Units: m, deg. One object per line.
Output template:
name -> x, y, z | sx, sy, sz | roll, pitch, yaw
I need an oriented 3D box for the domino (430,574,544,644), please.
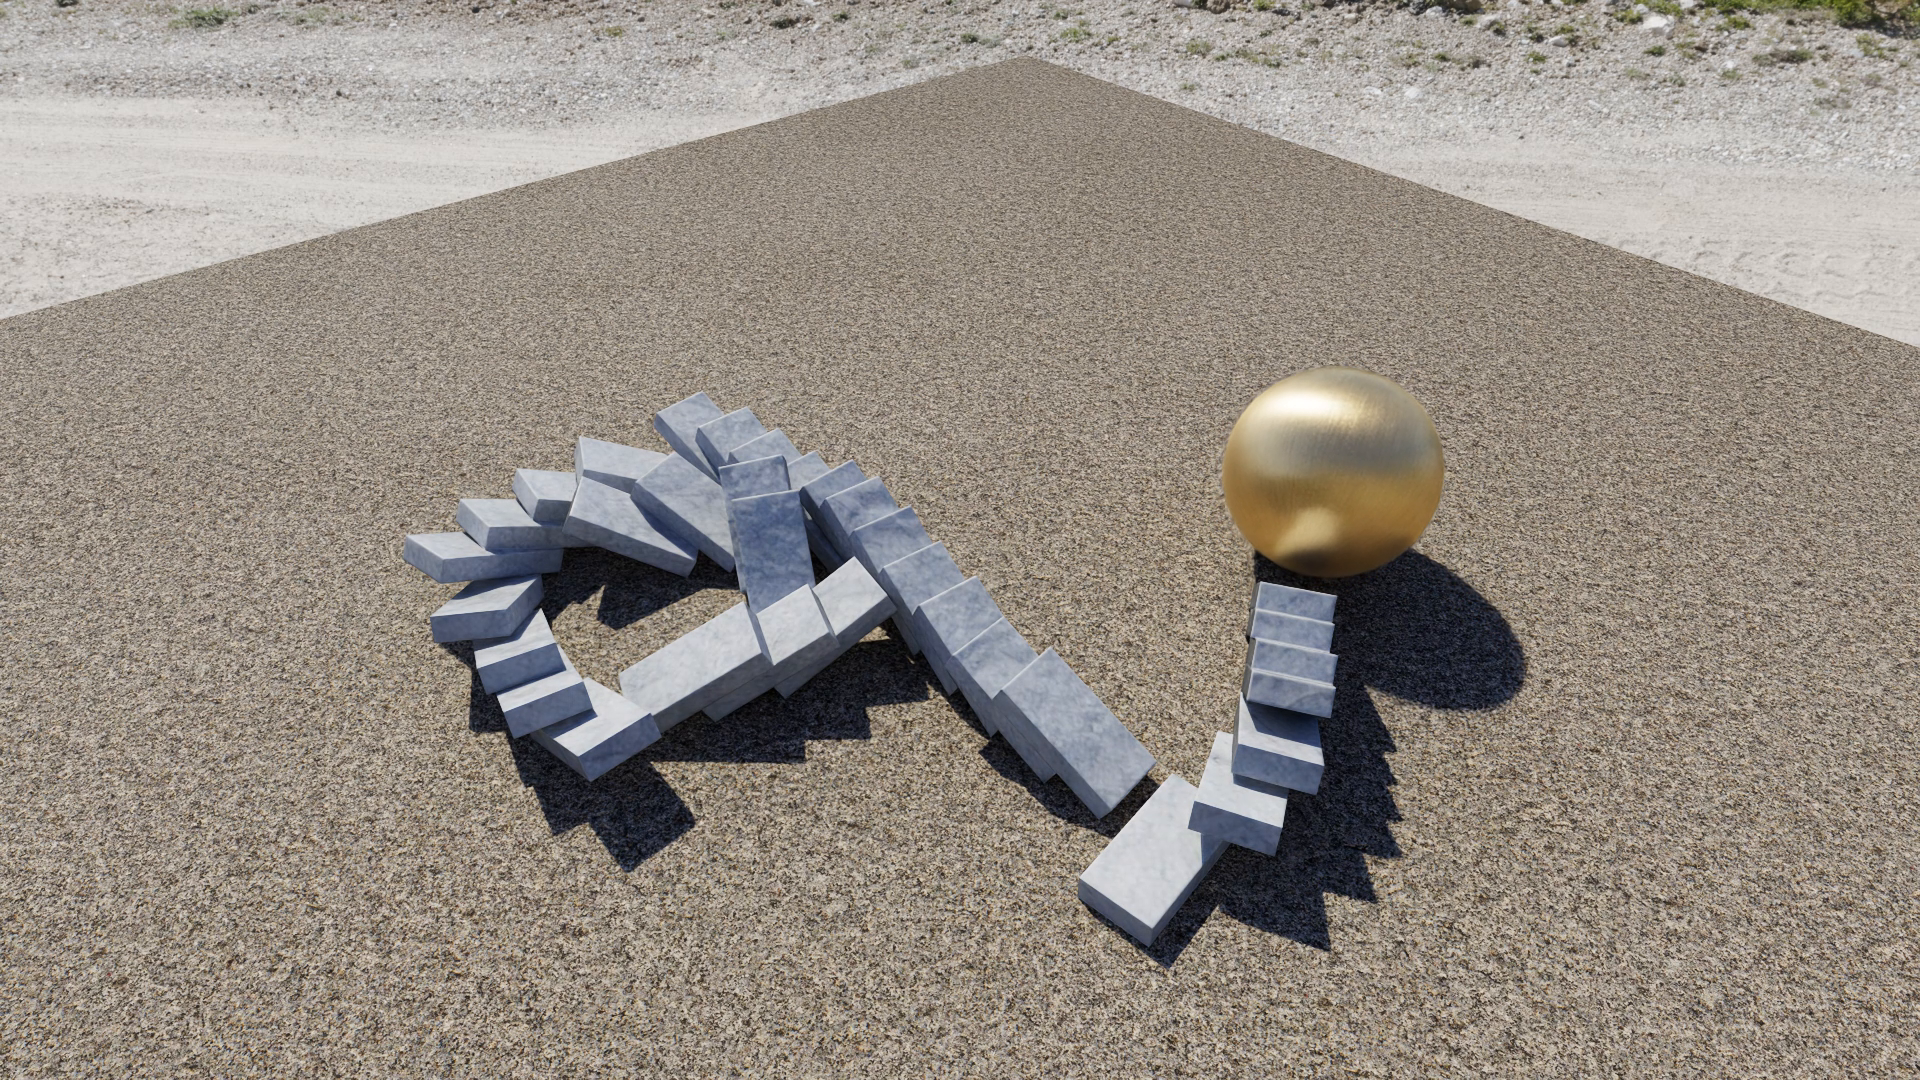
domino -> -0.169, 0.024, 0.397 | 0.025, 0.009, 0.050 | -5, 13, -7

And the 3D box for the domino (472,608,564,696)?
domino -> -0.154, 0.038, 0.381 | 0.025, 0.010, 0.050 | -19, 18, -22

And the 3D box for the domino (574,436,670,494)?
domino -> -0.134, -0.028, 0.460 | 0.050, 0.010, 0.025 | 11, 32, -31

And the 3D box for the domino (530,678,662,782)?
domino -> -0.120, 0.060, 0.356 | 0.025, 0.010, 0.050 | -32, 27, -33

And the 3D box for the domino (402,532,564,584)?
domino -> -0.180, 0.005, 0.418 | 0.025, 0.009, 0.050 | 23, 16, 30

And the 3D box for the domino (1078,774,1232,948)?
domino -> 0.060, 0.094, 0.328 | 0.025, 0.010, 0.050 | 29, 47, 30

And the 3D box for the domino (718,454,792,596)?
domino -> -0.076, -0.006, 0.425 | 0.025, 0.010, 0.050 | -12, 80, -1

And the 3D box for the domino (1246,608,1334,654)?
domino -> 0.113, 0.031, 0.381 | 0.025, 0.009, 0.050 | 11, -1, 13

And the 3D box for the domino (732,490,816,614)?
domino -> -0.069, 0.008, 0.410 | 0.025, 0.010, 0.050 | -10, 79, -12

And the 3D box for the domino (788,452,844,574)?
domino -> -0.054, -0.010, 0.440 | 0.025, 0.009, 0.050 | -32, 74, -33

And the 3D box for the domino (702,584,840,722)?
domino -> -0.069, 0.039, 0.380 | 0.050, 0.009, 0.025 | -31, 47, -1

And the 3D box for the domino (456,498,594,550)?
domino -> -0.168, -0.007, 0.433 | 0.025, 0.010, 0.050 | 32, 21, 35

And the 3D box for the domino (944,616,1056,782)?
domino -> 0.021, 0.052, 0.363 | 0.025, 0.009, 0.050 | -34, 77, -34

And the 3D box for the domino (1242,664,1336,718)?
domino -> 0.106, 0.049, 0.360 | 0.025, 0.009, 0.050 | 11, -1, 13

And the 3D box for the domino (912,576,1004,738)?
domino -> 0.008, 0.039, 0.378 | 0.025, 0.009, 0.050 | -26, 73, -28

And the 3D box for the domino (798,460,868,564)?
domino -> -0.038, -0.005, 0.429 | 0.025, 0.010, 0.050 | -32, 82, -33

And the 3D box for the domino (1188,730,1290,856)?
domino -> 0.087, 0.076, 0.336 | 0.025, 0.009, 0.050 | 15, 19, 17

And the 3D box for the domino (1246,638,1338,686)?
domino -> 0.111, 0.040, 0.370 | 0.025, 0.009, 0.050 | 11, -1, 13

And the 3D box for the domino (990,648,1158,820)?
domino -> 0.036, 0.061, 0.352 | 0.050, 0.009, 0.025 | 47, 54, 10

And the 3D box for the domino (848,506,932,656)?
domino -> -0.018, 0.015, 0.405 | 0.025, 0.009, 0.050 | -25, 78, -28

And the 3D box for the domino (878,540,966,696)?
domino -> -0.005, 0.027, 0.392 | 0.025, 0.010, 0.050 | -25, 75, -28

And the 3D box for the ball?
ball -> 0.141, -0.025, 0.419 | 0.080, 0.080, 0.080 | 0, 39, 0

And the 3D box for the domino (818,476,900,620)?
domino -> -0.030, 0.003, 0.418 | 0.025, 0.010, 0.050 | -26, 79, -32

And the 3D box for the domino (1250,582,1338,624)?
domino -> 0.118, 0.022, 0.392 | 0.025, 0.010, 0.050 | 11, -1, 13

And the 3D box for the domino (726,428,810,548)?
domino -> -0.070, -0.021, 0.452 | 0.025, 0.009, 0.050 | -32, 75, -34

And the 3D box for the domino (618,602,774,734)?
domino -> -0.090, 0.044, 0.373 | 0.050, 0.010, 0.025 | -30, 48, 1

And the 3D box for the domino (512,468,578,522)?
domino -> -0.152, -0.017, 0.447 | 0.050, 0.009, 0.025 | 2, 29, -44

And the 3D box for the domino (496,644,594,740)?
domino -> -0.141, 0.050, 0.367 | 0.025, 0.009, 0.050 | -21, 18, -24

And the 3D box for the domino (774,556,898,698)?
domino -> -0.050, 0.031, 0.391 | 0.050, 0.010, 0.025 | -38, 49, -7

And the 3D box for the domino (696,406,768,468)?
domino -> -0.087, -0.031, 0.465 | 0.025, 0.010, 0.050 | -31, 74, -35

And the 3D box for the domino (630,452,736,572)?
domino -> -0.103, -0.011, 0.439 | 0.050, 0.010, 0.025 | 37, 43, 1

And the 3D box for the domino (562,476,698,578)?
domino -> -0.127, -0.005, 0.430 | 0.050, 0.010, 0.025 | 22, 34, -22

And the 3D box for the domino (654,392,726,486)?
domino -> -0.106, -0.040, 0.475 | 0.050, 0.009, 0.025 | 46, 51, 10

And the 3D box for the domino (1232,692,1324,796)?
domino -> 0.100, 0.063, 0.348 | 0.025, 0.009, 0.050 | 13, 13, 12
